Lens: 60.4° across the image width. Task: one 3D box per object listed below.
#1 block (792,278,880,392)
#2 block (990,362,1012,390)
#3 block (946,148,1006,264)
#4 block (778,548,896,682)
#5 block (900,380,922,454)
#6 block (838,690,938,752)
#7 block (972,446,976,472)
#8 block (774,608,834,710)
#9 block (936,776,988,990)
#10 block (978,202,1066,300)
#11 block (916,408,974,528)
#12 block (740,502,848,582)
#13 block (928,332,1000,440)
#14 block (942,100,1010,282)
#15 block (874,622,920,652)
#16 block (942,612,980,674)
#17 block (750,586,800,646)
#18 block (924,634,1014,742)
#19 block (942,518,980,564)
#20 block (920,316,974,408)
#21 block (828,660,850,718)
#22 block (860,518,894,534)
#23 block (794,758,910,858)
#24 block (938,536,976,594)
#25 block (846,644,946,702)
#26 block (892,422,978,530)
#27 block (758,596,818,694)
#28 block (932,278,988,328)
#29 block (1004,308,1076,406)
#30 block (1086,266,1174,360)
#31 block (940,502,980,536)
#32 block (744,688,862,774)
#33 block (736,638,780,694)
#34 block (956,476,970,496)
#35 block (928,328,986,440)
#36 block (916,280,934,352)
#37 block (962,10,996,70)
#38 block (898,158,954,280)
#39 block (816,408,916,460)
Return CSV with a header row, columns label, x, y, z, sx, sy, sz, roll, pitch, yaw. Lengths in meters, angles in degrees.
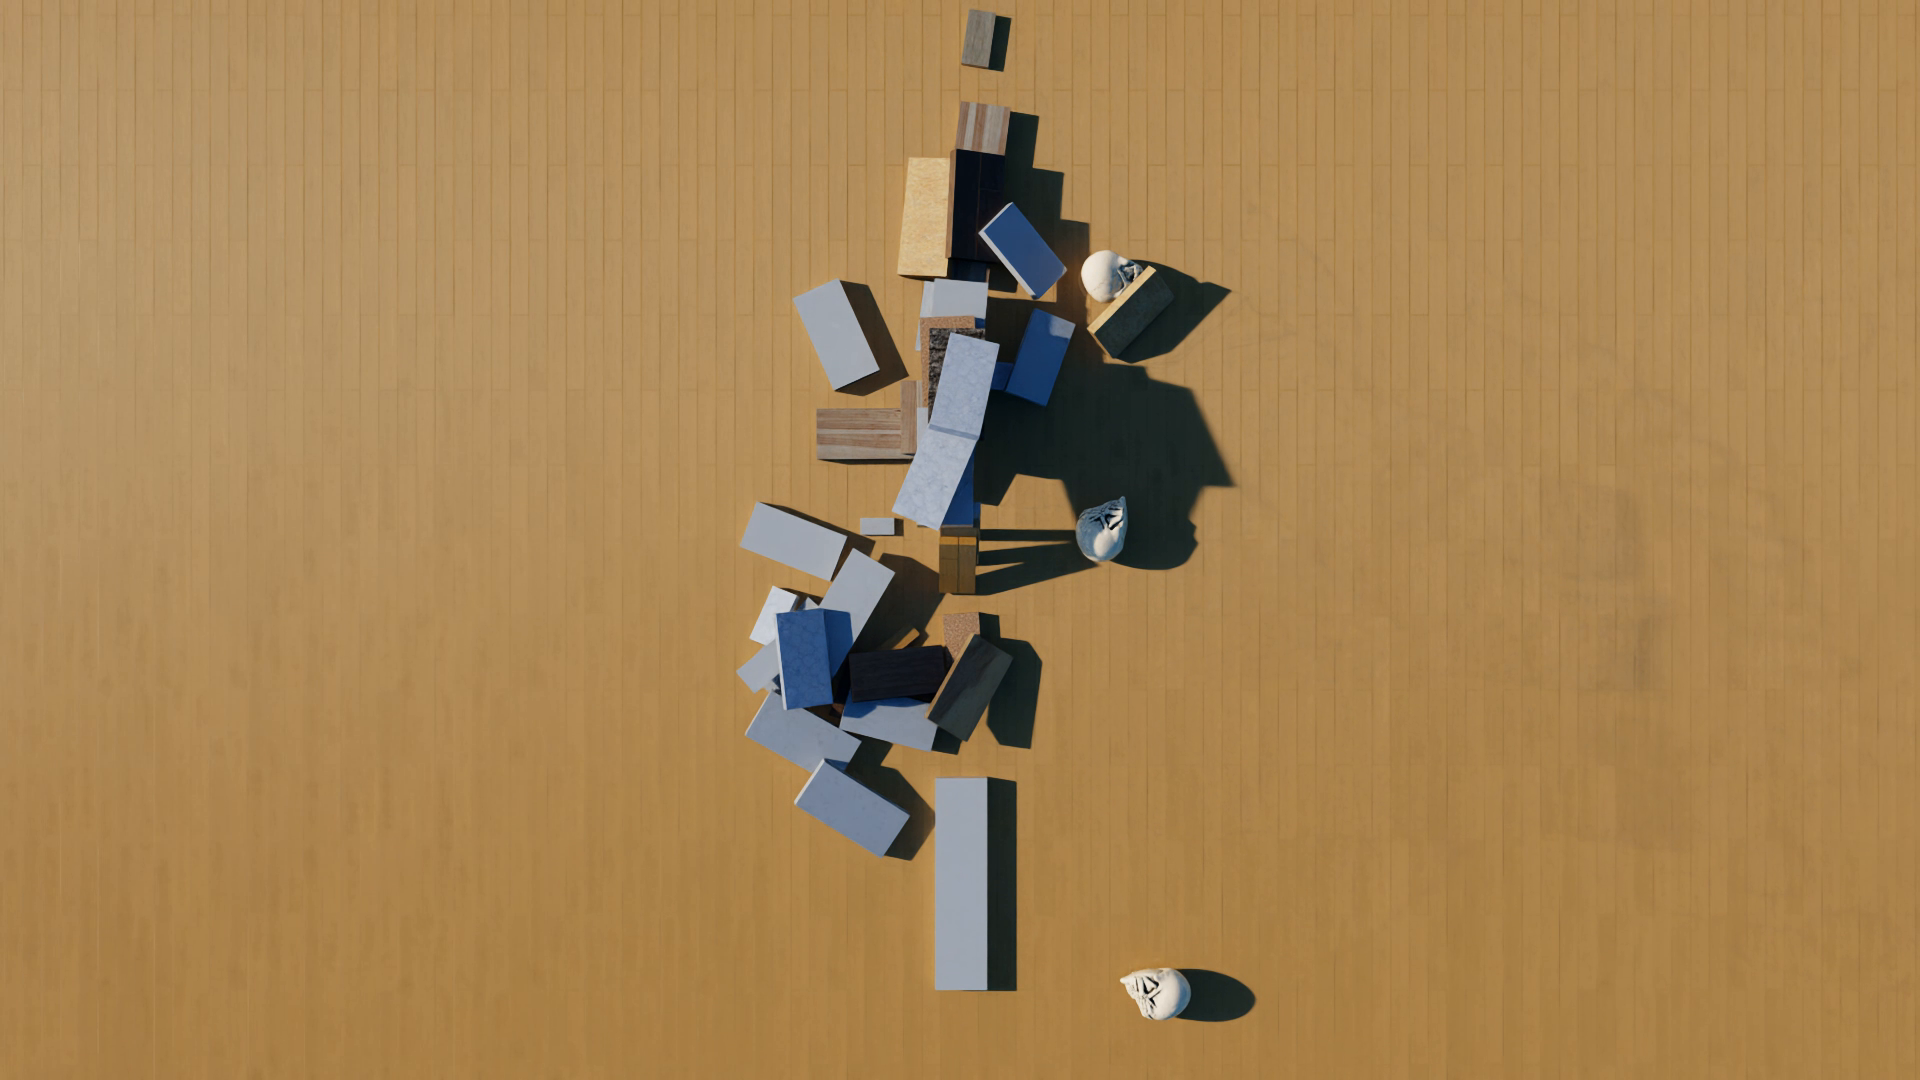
label,x,y,z,sx,sy,sz,roll,pitch,yaw
block,-0.410,-0.681,5.476,0.167,0.047,0.333,-24,90,0
block,0.121,-0.544,5.470,0.182,0.026,0.091,5,90,-11
block,0.050,-1.089,5.395,0.175,0.050,0.350,3,91,-23
block,-0.406,0.279,5.432,0.160,0.045,0.494,31,90,0
block,-0.150,-0.405,5.440,0.091,0.026,0.240,0,90,0
block,-0.229,0.586,5.461,0.312,0.044,0.156,15,90,-6
block,-0.018,-0.268,5.446,0.131,0.037,0.262,7,101,0
block,-0.510,0.386,5.363,0.156,0.044,0.312,-6,90,-19
block,0.004,1.138,5.476,0.171,0.049,0.699,0,90,0
block,0.208,-0.948,5.419,0.145,0.041,0.291,-47,108,-15
block,-0.047,-0.230,5.240,0.177,0.050,0.379,0,80,0
block,-0.551,0.005,5.477,0.320,0.045,0.160,21,90,0
block,0.013,-0.480,5.156,0.159,0.045,0.319,13,71,-3
block,0.048,-1.147,5.476,0.167,0.047,0.593,7,90,0
block,-0.244,0.369,5.475,0.240,0.016,0.056,-40,90,-8
block,0.010,0.363,5.483,0.120,0.034,0.239,-4,90,0
block,-0.613,0.257,5.456,0.095,0.027,0.191,20,81,22
block,0.029,0.485,5.426,0.159,0.045,0.319,32,80,-14
block,0.002,0.006,5.388,0.120,0.239,0.034,0,60,0
block,-0.035,-0.541,5.320,0.177,0.050,0.354,-2,91,0
block,-0.360,0.506,5.486,0.095,0.027,0.191,18,90,0
block,-0.274,-0.046,5.492,0.112,0.016,0.056,0,90,0
block,-0.355,0.886,5.444,0.343,0.049,0.171,34,90,-11
block,-0.009,0.083,5.400,0.120,0.239,0.034,1,47,0
block,-0.207,0.440,5.431,0.312,0.044,0.156,-5,79,-12
block,-0.078,-0.205,5.159,0.159,0.045,0.319,23,90,0
block,-0.551,0.361,5.477,0.160,0.045,0.320,42,90,0
block,-0.010,-0.665,5.367,0.175,0.050,0.350,5,91,0
block,0.263,-0.603,5.461,0.145,0.041,0.291,20,88,-11
block,0.564,-0.748,5.435,0.291,0.041,0.145,-45,133,0
block,0.001,-0.061,5.370,0.131,0.262,0.037,0,71,0
block,-0.517,0.651,5.450,0.343,0.049,0.171,31,91,-8
block,-0.628,0.404,5.396,0.191,0.027,0.095,-40,90,0
block,-0.030,-0.195,5.200,0.112,0.016,0.056,36,82,6
block,-0.011,-0.495,5.236,0.177,0.050,0.354,1,80,0
block,-0.074,-0.727,5.407,0.114,0.032,0.228,8,91,0
block,0.062,-1.667,5.487,0.091,0.026,0.182,8,90,0
block,-0.098,-1.062,5.445,0.175,0.050,0.389,6,89,20
block,-0.308,-0.352,5.476,0.333,0.047,0.167,0,90,0
